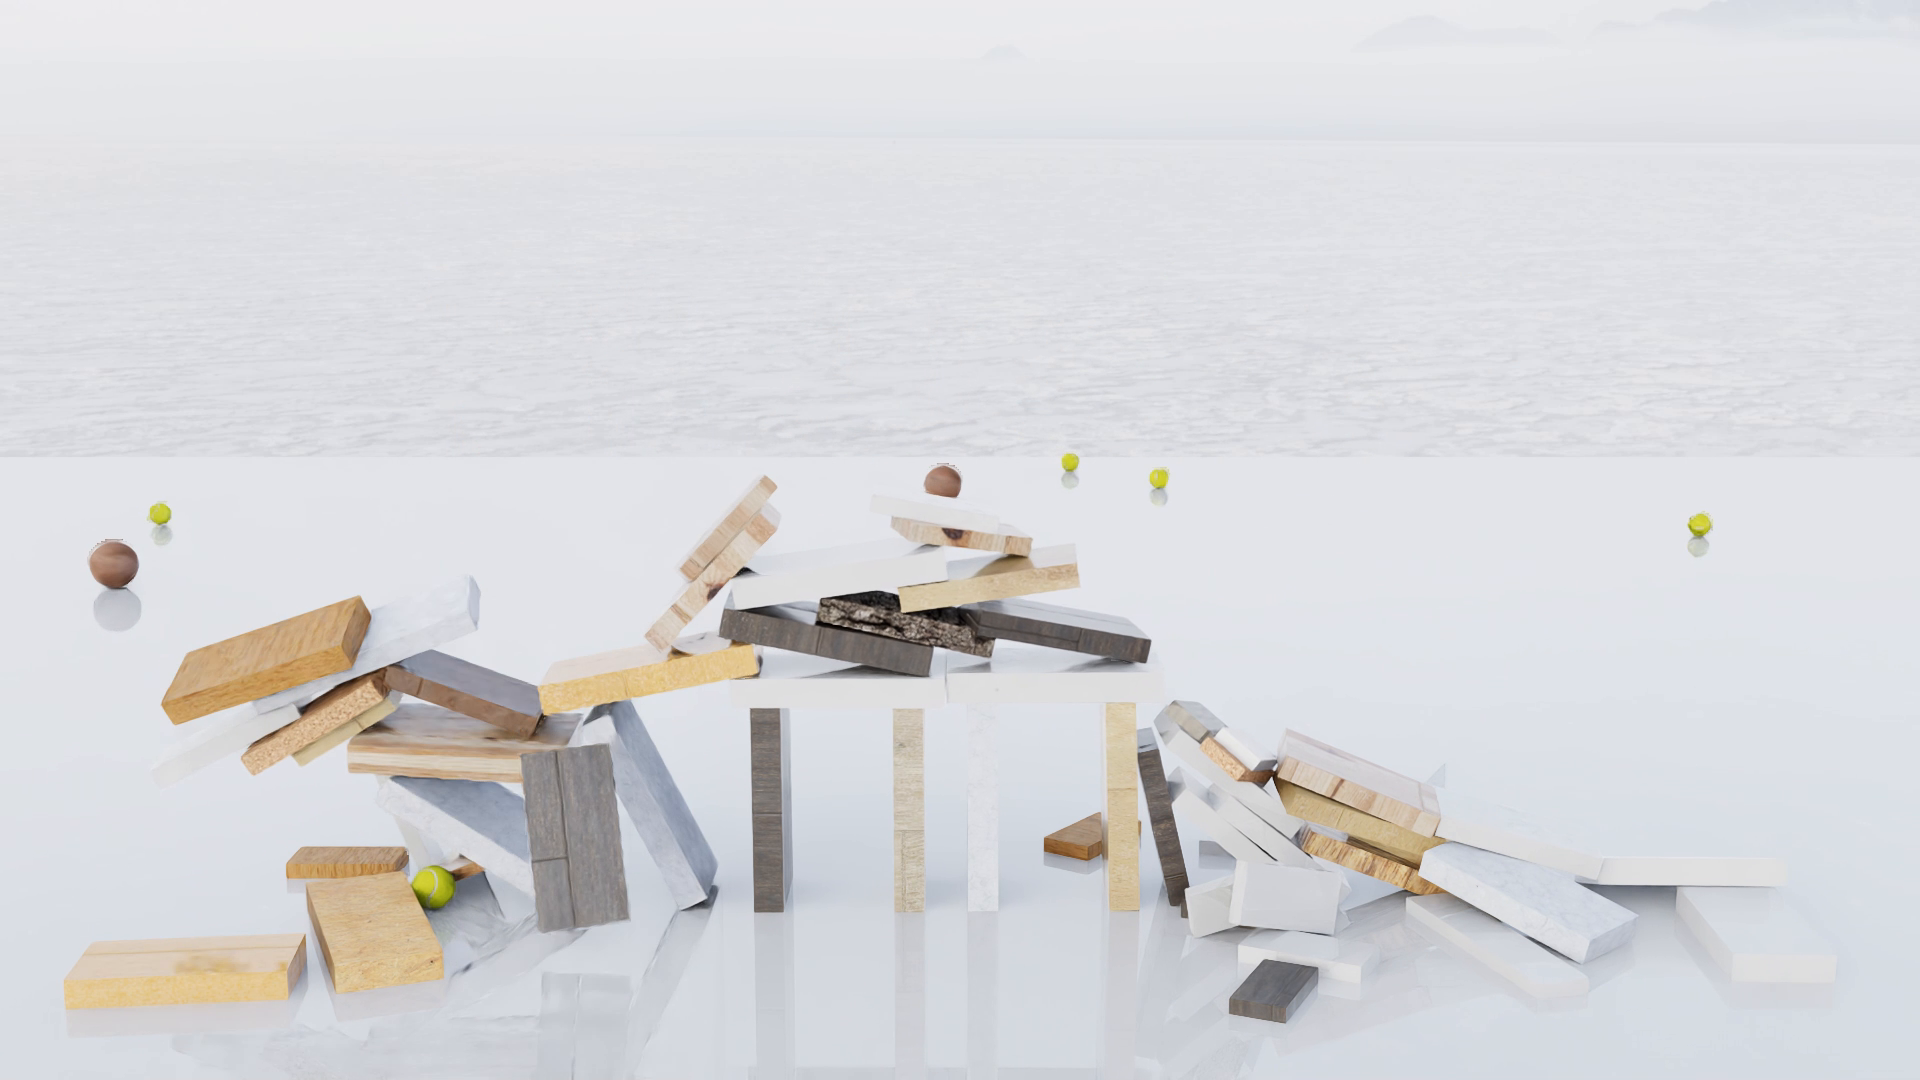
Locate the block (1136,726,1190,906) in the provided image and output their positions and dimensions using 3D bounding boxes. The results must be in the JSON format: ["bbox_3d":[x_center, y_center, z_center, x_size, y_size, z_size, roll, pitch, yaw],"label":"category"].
[{"bbox_3d":[0.334,0.457,3.650,0.038,0.266,0.133,-13,10,2],"label":"block"}]

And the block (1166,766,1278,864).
[{"bbox_3d":[0.458,0.490,3.658,0.266,0.038,0.133,40,8,-7],"label":"block"}]

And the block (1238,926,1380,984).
[{"bbox_3d":[0.534,0.633,3.364,0.194,0.027,0.097,5,12,27],"label":"block"}]

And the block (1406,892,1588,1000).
[{"bbox_3d":[0.827,0.625,3.414,0.085,0.024,0.390,-3,11,-18],"label":"block"}]

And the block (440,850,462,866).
[{"bbox_3d":[-0.826,0.523,3.739,0.070,0.020,0.140,-8,-27,-38],"label":"block"}]

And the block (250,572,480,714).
[{"bbox_3d":[-0.969,0.167,3.588,0.379,0.039,0.138,-21,28,1],"label":"block"}]

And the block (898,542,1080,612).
[{"bbox_3d":[0.049,0.061,3.572,0.288,0.041,0.144,-8,12,4],"label":"block"}]

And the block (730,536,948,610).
[{"bbox_3d":[-0.193,0.048,3.573,0.341,0.048,0.171,-8,11,0],"label":"block"}]

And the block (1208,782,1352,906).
[{"bbox_3d":[0.529,0.497,3.652,0.259,0.037,0.130,38,8,-7],"label":"block"}]

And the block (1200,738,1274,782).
[{"bbox_3d":[0.454,0.360,3.593,0.081,0.023,0.223,41,9,20],"label":"block"}]

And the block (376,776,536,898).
[{"bbox_3d":[-0.775,0.469,3.632,0.346,0.049,0.173,32,18,-4],"label":"block"}]

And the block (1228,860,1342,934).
[{"bbox_3d":[0.509,0.559,3.436,0.194,0.097,0.027,11,-6,-32],"label":"block"}]

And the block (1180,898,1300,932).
[{"bbox_3d":[0.465,0.598,3.553,0.194,0.027,0.097,5,12,27],"label":"block"}]

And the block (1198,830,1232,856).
[{"bbox_3d":[0.516,0.534,3.899,0.183,0.026,0.091,1,11,7],"label":"block"}]

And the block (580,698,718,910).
[{"bbox_3d":[-0.510,0.426,3.643,0.049,0.346,0.173,-26,9,5],"label":"block"}]

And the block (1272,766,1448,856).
[{"bbox_3d":[0.657,0.444,3.624,0.268,0.038,0.134,18,17,-9],"label":"block"}]

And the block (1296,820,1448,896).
[{"bbox_3d":[0.689,0.526,3.665,0.259,0.037,0.130,21,10,-4],"label":"block"}]

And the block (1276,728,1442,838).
[{"bbox_3d":[0.654,0.399,3.619,0.268,0.038,0.134,22,17,1],"label":"block"}]

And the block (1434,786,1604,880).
[{"bbox_3d":[0.911,0.481,3.619,0.268,0.038,0.134,15,15,3],"label":"block"}]

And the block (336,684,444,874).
[{"bbox_3d":[-0.978,0.373,3.733,0.026,0.421,0.093,-22,11,-2],"label":"block"}]

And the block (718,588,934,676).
[{"bbox_3d":[-0.215,0.148,3.589,0.341,0.048,0.171,11,10,-3],"label":"block"}]

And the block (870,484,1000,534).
[{"bbox_3d":[-0.041,-0.050,3.583,0.209,0.030,0.104,10,10,-3],"label":"block"}]

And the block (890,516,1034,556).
[{"bbox_3d":[0.002,-0.012,3.587,0.209,0.030,0.104,7,11,-22],"label":"block"}]

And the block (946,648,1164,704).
[{"bbox_3d":[0.153,0.221,3.605,0.349,0.049,0.175,0,11,0],"label":"block"}]

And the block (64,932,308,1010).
[{"bbox_3d":[-1.149,0.640,3.275,0.314,0.044,0.157,-1,11,-7],"label":"block"}]

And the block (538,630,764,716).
[{"bbox_3d":[-0.500,0.208,3.585,0.348,0.048,0.171,-11,10,0],"label":"block"}]

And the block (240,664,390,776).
[{"bbox_3d":[-1.044,0.287,3.595,0.254,0.036,0.127,-30,15,6],"label":"block"}]

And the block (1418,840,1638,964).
[{"bbox_3d":[0.901,0.564,3.496,0.153,0.043,0.305,-11,28,-44],"label":"block"}]

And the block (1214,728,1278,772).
[{"bbox_3d":[0.471,0.342,3.599,0.081,0.023,0.162,41,9,18],"label":"block"}]

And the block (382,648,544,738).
[{"bbox_3d":[-0.804,0.244,3.607,0.254,0.036,0.127,20,15,-4],"label":"block"}]

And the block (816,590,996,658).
[{"bbox_3d":[-0.086,0.127,3.589,0.288,0.041,0.144,13,10,-2],"label":"block"}]

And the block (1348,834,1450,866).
[{"bbox_3d":[0.783,0.516,3.701,0.259,0.037,0.130,22,10,6],"label":"block"}]

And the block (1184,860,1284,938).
[{"bbox_3d":[0.439,0.567,3.470,0.162,0.081,0.023,-15,27,-9],"label":"block"}]

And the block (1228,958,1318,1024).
[{"bbox_3d":[0.461,0.660,3.225,0.085,0.024,0.169,5,12,24],"label":"block"}]

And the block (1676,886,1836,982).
[{"bbox_3d":[1.238,0.612,3.433,0.153,0.043,0.305,0,11,3],"label":"block"}]

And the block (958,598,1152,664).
[{"bbox_3d":[0.153,0.140,3.583,0.288,0.041,0.144,10,10,-15],"label":"block"}]

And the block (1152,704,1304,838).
[{"bbox_3d":[0.443,0.382,3.636,0.266,0.038,0.133,37,8,-12],"label":"block"}]

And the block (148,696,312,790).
[{"bbox_3d":[-1.196,0.318,3.613,0.254,0.036,0.127,-27,14,-2],"label":"block"}]

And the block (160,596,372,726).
[{"bbox_3d":[-1.119,0.194,3.555,0.314,0.044,0.157,-18,28,7],"label":"block"}]

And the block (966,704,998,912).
[{"bbox_3d":[0.037,0.418,3.640,0.049,0.349,0.175,0,11,0],"label":"block"}]

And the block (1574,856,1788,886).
[{"bbox_3d":[1.193,0.549,3.649,0.305,0.043,0.153,0,-7,1],"label":"block"}]

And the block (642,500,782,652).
[{"bbox_3d":[-0.400,0.057,3.567,0.039,0.275,0.138,43,6,-8],"label":"block"}]

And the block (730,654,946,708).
[{"bbox_3d":[-0.195,0.230,3.597,0.343,0.049,0.171,0,10,0],"label":"block"}]

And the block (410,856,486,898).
[{"bbox_3d":[-0.847,0.554,3.668,0.140,0.020,0.070,-22,9,5],"label":"block"}]

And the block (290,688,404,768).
[{"bbox_3d":[-1.000,0.298,3.600,0.186,0.026,0.093,-31,16,4],"label":"block"}]

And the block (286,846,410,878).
[{"bbox_3d":[-1.053,0.555,3.786,0.186,0.026,0.093,0,11,0],"label":"block"}]

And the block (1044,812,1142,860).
[{"bbox_3d":[0.238,0.528,3.929,0.091,0.026,0.183,7,13,35],"label":"block"}]

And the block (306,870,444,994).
[{"bbox_3d":[-0.921,0.609,3.444,0.157,0.044,0.391,-4,11,-22],"label":"block"}]

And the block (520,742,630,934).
[{"bbox_3d":[-0.598,0.462,3.418,0.138,0.275,0.039,-7,-13,-7],"label":"block"}]

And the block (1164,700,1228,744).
[{"bbox_3d":[0.403,0.307,3.650,0.091,0.026,0.183,41,9,18],"label":"block"}]

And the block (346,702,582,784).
[{"bbox_3d":[-0.809,0.333,3.615,0.346,0.049,0.173,3,20,1],"label":"block"}]

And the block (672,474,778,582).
[{"bbox_3d":[-0.385,-0.019,3.598,0.030,0.209,0.104,43,-9,-9],"label":"block"}]

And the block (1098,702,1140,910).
[{"bbox_3d":[0.263,0.417,3.641,0.049,0.349,0.175,-2,11,0],"label":"block"}]

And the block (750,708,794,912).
[{"bbox_3d":[-0.311,0.422,3.634,0.049,0.343,0.171,0,11,1],"label":"block"}]

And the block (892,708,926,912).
[{"bbox_3d":[-0.083,0.422,3.634,0.049,0.343,0.171,0,11,0],"label":"block"}]

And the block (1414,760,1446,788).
[{"bbox_3d":[0.865,0.472,4.074,0.024,0.085,0.169,5,12,26],"label":"block"}]
